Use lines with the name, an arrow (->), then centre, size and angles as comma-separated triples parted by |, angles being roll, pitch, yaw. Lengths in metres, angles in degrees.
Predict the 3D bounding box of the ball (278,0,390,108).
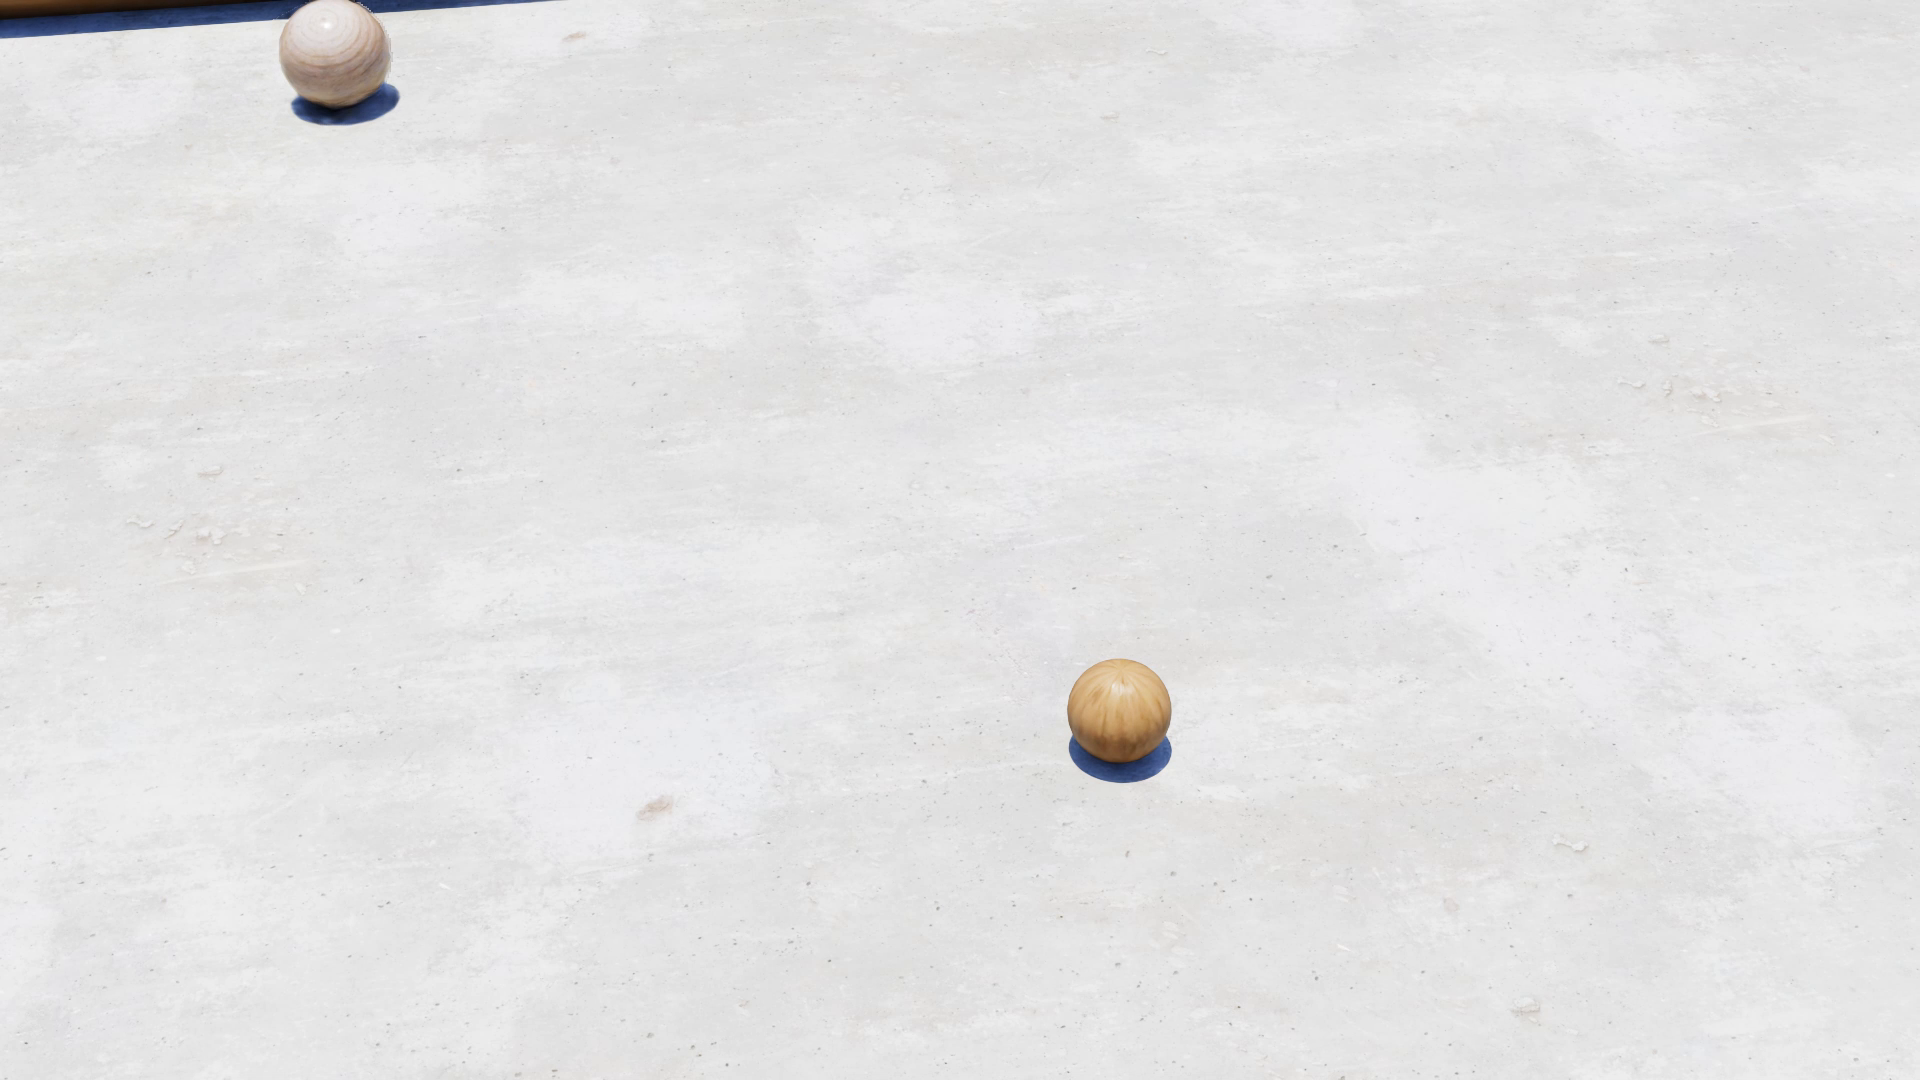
ball -> -0.509, -0.396, 2.089 | 0.089, 0.089, 0.089 | 0, 36, 0

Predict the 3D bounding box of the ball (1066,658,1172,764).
ball -> 0.090, 0.096, 1.442 | 0.059, 0.059, 0.059 | 0, 36, 0

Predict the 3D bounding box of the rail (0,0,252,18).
rail -> 0.659, -0.637, 2.393 | 3.288, 0.115, 0.045 | -6, 37, -8
